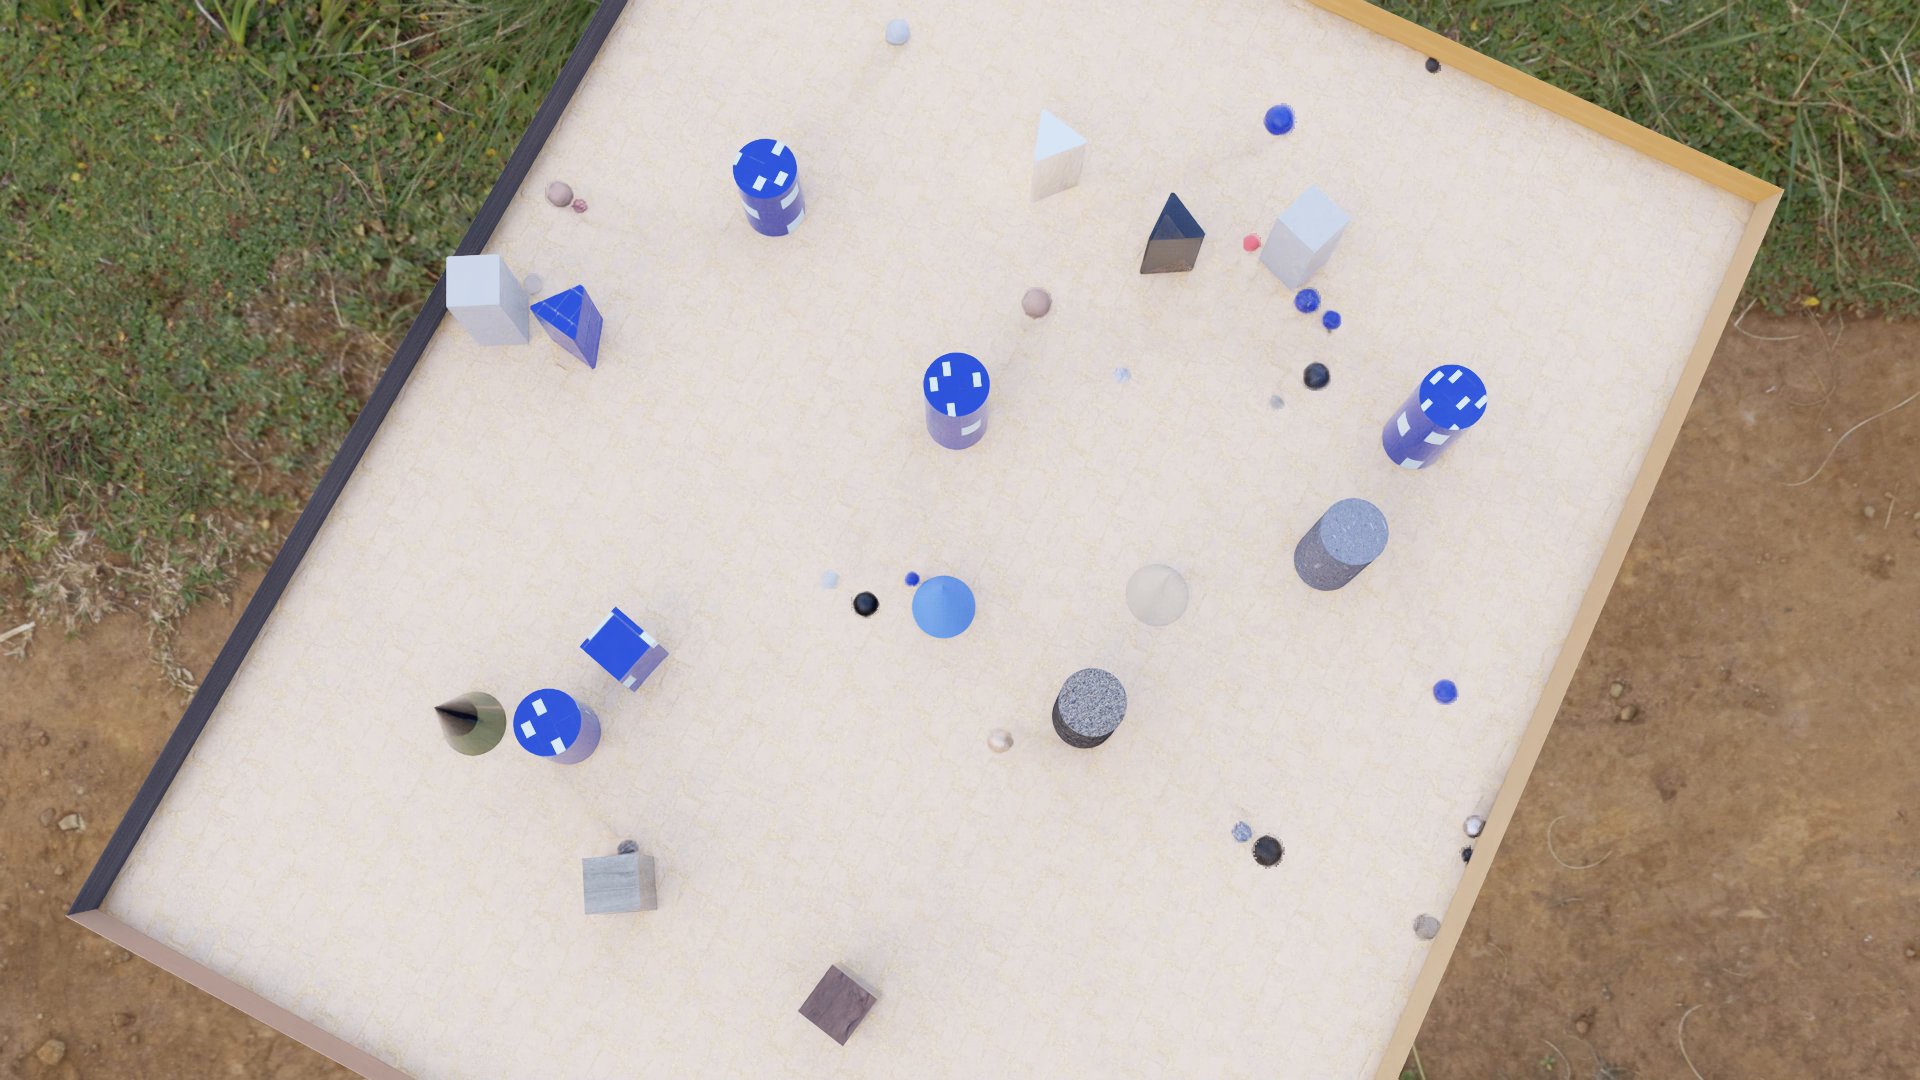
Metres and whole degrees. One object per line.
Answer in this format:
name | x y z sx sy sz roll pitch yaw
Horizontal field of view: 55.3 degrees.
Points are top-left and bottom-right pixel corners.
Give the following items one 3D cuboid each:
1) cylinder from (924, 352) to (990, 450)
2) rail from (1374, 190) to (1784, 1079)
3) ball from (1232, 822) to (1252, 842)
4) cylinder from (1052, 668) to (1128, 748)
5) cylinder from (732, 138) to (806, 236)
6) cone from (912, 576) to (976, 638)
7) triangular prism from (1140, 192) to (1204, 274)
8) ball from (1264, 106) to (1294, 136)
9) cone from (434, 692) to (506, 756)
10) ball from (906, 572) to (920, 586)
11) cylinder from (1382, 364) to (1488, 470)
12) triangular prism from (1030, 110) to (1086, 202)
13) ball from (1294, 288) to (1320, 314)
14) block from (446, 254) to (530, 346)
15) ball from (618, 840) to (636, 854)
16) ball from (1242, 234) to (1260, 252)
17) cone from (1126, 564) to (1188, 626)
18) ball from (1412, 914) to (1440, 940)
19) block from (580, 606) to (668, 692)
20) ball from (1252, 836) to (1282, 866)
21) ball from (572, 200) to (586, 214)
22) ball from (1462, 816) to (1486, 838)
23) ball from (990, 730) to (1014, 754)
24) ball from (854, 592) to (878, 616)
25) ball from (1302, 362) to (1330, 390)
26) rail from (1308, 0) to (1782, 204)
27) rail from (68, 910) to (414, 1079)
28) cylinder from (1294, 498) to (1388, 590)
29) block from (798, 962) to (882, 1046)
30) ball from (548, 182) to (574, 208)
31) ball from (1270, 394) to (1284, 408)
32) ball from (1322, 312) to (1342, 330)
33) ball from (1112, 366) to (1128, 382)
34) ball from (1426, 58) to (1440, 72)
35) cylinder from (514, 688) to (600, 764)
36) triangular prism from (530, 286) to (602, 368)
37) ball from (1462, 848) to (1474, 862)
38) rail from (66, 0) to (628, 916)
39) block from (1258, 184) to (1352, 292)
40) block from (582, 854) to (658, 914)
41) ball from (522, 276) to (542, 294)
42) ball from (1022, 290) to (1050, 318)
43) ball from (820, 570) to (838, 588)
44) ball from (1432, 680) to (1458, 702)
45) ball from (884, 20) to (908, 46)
cylinder | -0.010 -0.413 5.506 0.194 0.385 0.194 0 78 0
rail | 1.592 0.786 5.388 0.045 0.126 4.284 26 80 5
ball | 0.832 0.861 5.409 0.058 0.058 0.058 0 78 0
cylinder | 0.373 0.493 5.326 0.194 0.369 0.194 0 78 0
cylinder | -0.589 -1.089 5.682 0.194 0.314 0.194 0 78 0
cone | -0.050 0.167 5.396 0.194 0.364 0.194 0 78 0
triangular prism | 0.647 -0.949 5.662 0.168 0.296 0.146 -4 78 -1
ball | 1.017 -1.337 5.844 0.097 0.097 0.097 0 78 0
cone | -1.459 0.507 5.291 0.194 0.431 0.194 0 78 0
ball | -0.144 0.118 5.570 0.043 0.043 0.043 0 78 0
cylinder | 1.405 -0.360 5.451 0.194 0.470 0.194 0 78 0
triangular prism | 0.278 -1.207 5.700 0.168 0.326 0.146 -21 79 -4
ball | 1.084 -0.747 5.732 0.077 0.077 0.077 0 78 0
block | -1.432 -0.725 5.573 0.155 0.380 0.155 -3 78 -1
ball | -0.981 0.911 5.400 0.056 0.056 0.056 0 78 0
ball | 0.918 -0.937 5.784 0.053 0.053 0.053 0 78 0
cone | 0.601 0.132 5.411 0.194 0.349 0.194 0 78 0
ball | 1.360 1.128 5.345 0.076 0.076 0.076 0 78 0
block | -0.989 0.326 5.415 0.155 0.263 0.155 40 81 8
ball | 0.902 0.914 5.382 0.089 0.089 0.089 0 78 0
ball | -1.207 -1.058 5.812 0.045 0.045 0.045 0 78 0
ball | 1.518 0.845 5.409 0.064 0.064 0.064 0 78 0
ball | 0.123 0.600 5.455 0.073 0.073 0.073 0 78 0
ball | -0.284 0.193 5.537 0.077 0.077 0.077 0 78 0
ball | 1.104 -0.509 5.678 0.085 0.085 0.085 0 78 0
rail | 0.947 -1.849 5.934 3.607 0.126 0.045 26 80 5
rail | -0.947 1.862 5.166 3.607 0.126 0.045 26 80 5
cylinder | 1.118 0.018 5.397 0.194 0.422 0.194 0 78 0
block | -0.334 1.303 5.165 0.155 0.356 0.155 36 81 7
ball | -1.266 -1.094 5.802 0.080 0.080 0.080 0 78 0
ball | 0.981 -0.429 5.684 0.042 0.042 0.042 0 78 0
ball | 1.163 -0.686 5.728 0.059 0.059 0.059 0 78 0
ball | 0.500 -0.514 5.697 0.051 0.051 0.051 0 78 0
ball | 1.524 -1.531 5.909 0.047 0.047 0.047 0 78 0
cylinder | -1.174 0.548 5.353 0.194 0.294 0.194 0 78 0
triangular prism | -1.169 -0.671 5.600 0.168 0.304 0.146 35 80 7
ball | 1.500 0.930 5.403 0.042 0.042 0.042 0 78 0
rail | -1.592 -0.773 5.711 0.045 0.126 4.284 26 80 5
block | 1.054 -0.921 5.625 0.155 0.357 0.155 -43 81 -8
block | -0.975 0.990 5.264 0.155 0.290 0.155 -5 78 -1
ball | -1.342 -0.800 5.751 0.061 0.061 0.061 0 78 0
ball | 0.238 -0.737 5.723 0.090 0.090 0.090 0 78 0
ball | -0.395 0.119 5.563 0.056 0.056 0.056 0 78 0
ball | 1.452 0.452 5.487 0.071 0.071 0.071 0 78 0
ball | -0.204 -1.636 5.915 0.079 0.079 0.079 0 78 0
